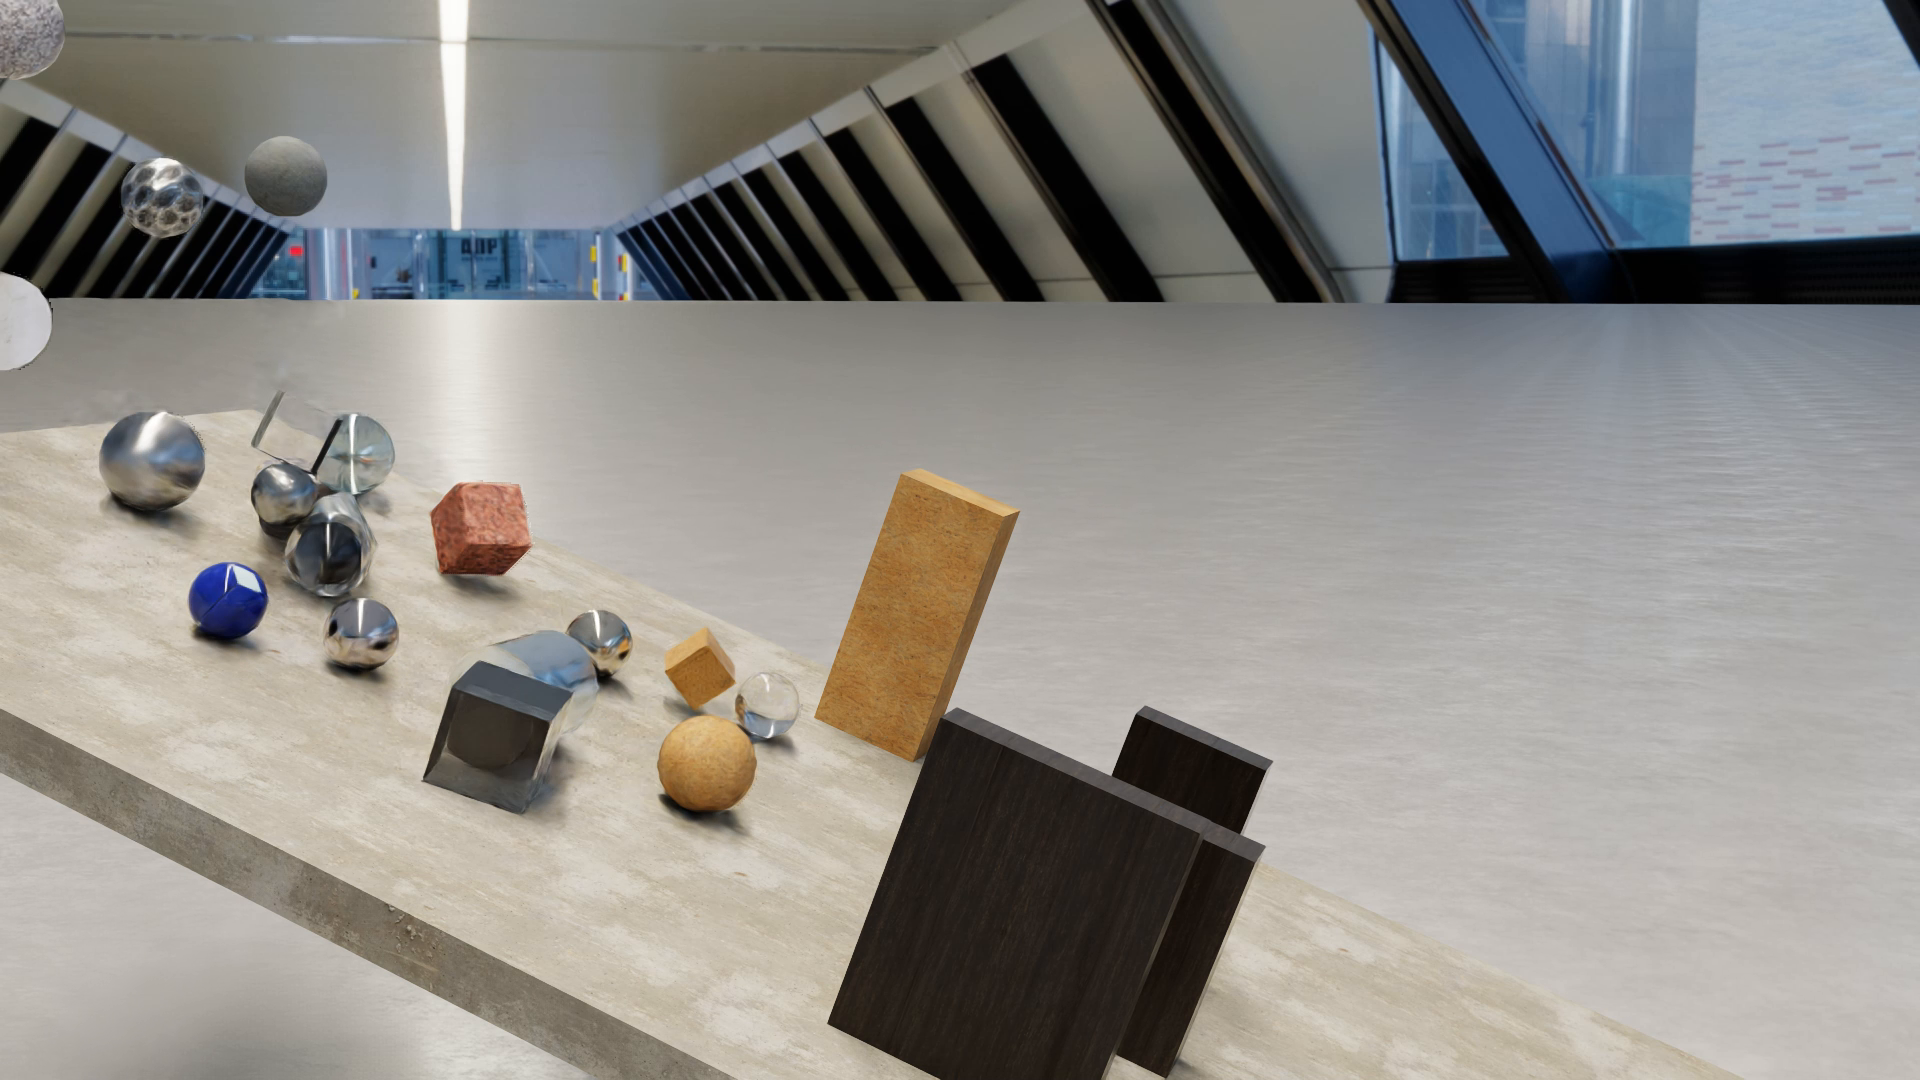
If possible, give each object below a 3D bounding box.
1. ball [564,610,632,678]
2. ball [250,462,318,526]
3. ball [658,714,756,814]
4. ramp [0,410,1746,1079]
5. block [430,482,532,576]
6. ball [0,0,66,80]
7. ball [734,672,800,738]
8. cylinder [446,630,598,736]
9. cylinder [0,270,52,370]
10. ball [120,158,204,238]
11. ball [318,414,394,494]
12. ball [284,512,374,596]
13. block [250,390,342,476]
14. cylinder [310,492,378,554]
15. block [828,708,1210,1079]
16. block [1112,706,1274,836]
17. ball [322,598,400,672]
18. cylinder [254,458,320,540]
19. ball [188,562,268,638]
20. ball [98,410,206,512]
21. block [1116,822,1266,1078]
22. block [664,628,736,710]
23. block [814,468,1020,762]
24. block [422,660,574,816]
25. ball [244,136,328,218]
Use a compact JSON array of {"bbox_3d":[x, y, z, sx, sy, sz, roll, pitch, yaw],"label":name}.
[{"bbox_3d":[-0.752,0.217,4.567,0.144,0.144,0.144,0,7,0],"label":"ball"},{"bbox_3d":[-1.362,-0.091,4.429,0.128,0.128,0.128,0,7,0],"label":"ball"},{"bbox_3d":[-0.468,0.415,4.074,0.182,0.182,0.182,0,7,0],"label":"ball"},{"bbox_3d":[-0.326,0.590,4.206,4.000,0.100,2.000,23,13,13],"label":"ramp"},{"bbox_3d":[-1.065,-0.024,4.883,0.150,0.150,0.150,4,-29,-40],"label":"block"},{"bbox_3d":[-1.801,-0.973,4.167,0.197,0.197,0.197,0,7,0],"label":"ball"},{"bbox_3d":[-0.402,0.344,4.588,0.137,0.137,0.137,0,7,0],"label":"ball"},{"bbox_3d":[-0.807,0.281,4.062,0.202,0.202,0.202,2,7,20],"label":"cylinder"},{"bbox_3d":[-1.944,-0.448,4.386,0.189,0.189,0.189,-6,17,-43],"label":"cylinder"},{"bbox_3d":[-1.780,-0.764,4.907,0.176,0.176,0.176,0,7,0],"label":"ball"},{"bbox_3d":[-1.431,-0.202,5.184,0.191,0.191,0.191,0,7,0],"label":"ball"},{"bbox_3d":[-1.284,0.029,4.475,0.172,0.172,0.172,0,7,0],"label":"ball"},{"bbox_3d":[-1.341,-0.217,4.441,0.124,0.124,0.124,27,-5,-24],"label":"block"},{"bbox_3d":[-1.309,-0.016,4.643,0.120,0.120,0.120,-28,-20,-11],"label":"cylinder"},{"bbox_3d":[0.084,0.589,3.373,0.427,0.533,0.083,23,13,13],"label":"block"},{"bbox_3d":[0.381,0.570,4.134,0.262,0.442,0.085,23,13,13],"label":"block"},{"bbox_3d":[-1.129,0.179,4.147,0.140,0.140,0.140,0,7,0],"label":"ball"},{"bbox_3d":[-1.434,-0.090,4.696,0.128,0.128,0.128,4,38,-3],"label":"cylinder"},{"bbox_3d":[-1.355,0.112,4.072,0.143,0.143,0.143,0,7,0],"label":"ball"},{"bbox_3d":[-1.684,-0.164,4.584,0.209,0.209,0.209,0,7,0],"label":"ball"},{"bbox_3d":[0.267,0.639,3.735,0.366,0.409,0.110,23,13,13],"label":"block"},{"bbox_3d":[-0.541,0.267,4.578,0.105,0.105,0.105,-33,20,4],"label":"block"},{"bbox_3d":[-0.095,0.163,4.805,0.244,0.581,0.132,23,13,13],"label":"block"},{"bbox_3d":[-0.808,0.344,3.853,0.179,0.179,0.179,20,12,-2],"label":"block"},{"bbox_3d":[-1.474,-0.795,4.811,0.175,0.175,0.175,0,7,0],"label":"ball"}]
